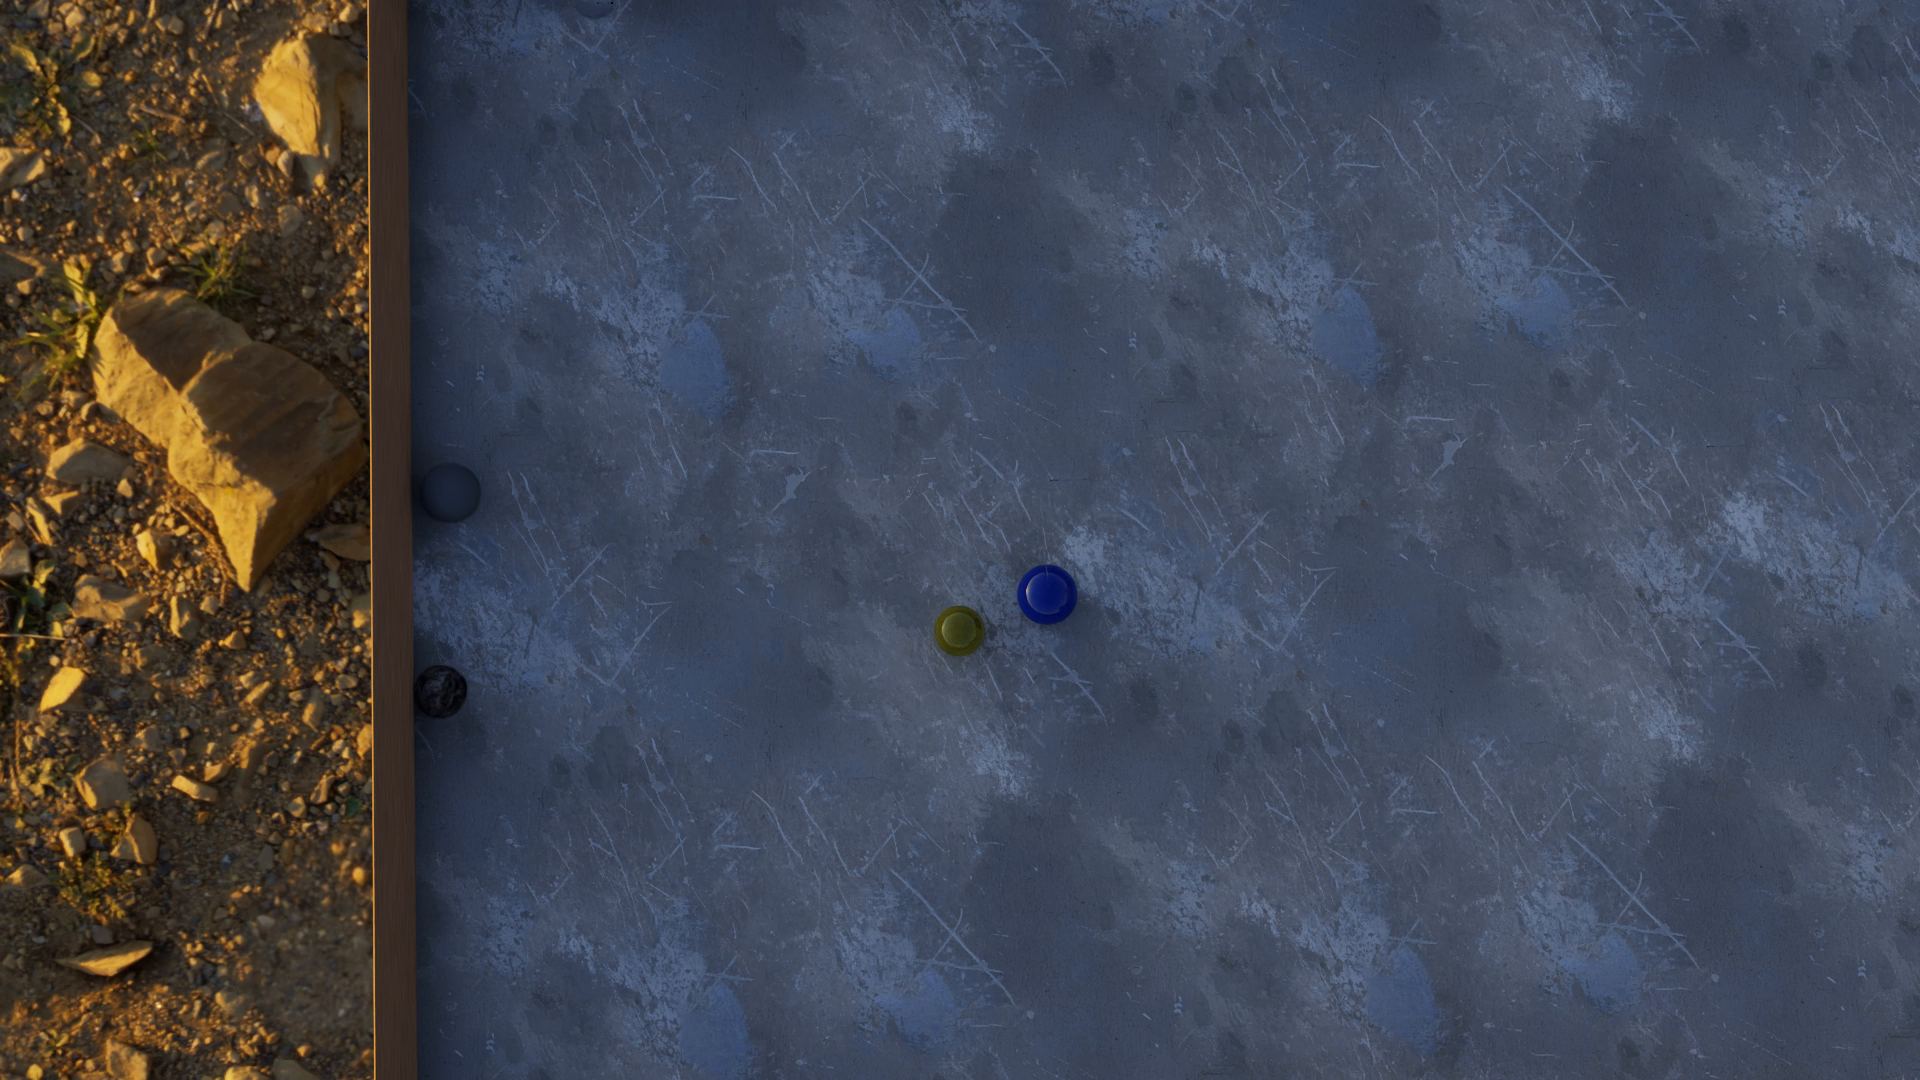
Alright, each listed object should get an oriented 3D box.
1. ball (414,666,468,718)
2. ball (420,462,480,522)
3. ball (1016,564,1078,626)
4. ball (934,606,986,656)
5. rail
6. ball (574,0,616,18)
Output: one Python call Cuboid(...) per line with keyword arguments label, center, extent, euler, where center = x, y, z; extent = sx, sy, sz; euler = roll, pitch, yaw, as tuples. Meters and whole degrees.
Cuboid(label="ball", center=(-0.766, 0.224, 3.240), extent=(0.077, 0.077, 0.077), euler=(0, 80, 0))
Cuboid(label="ball", center=(-0.762, -0.072, 3.286), extent=(0.089, 0.089, 0.089), euler=(0, 80, 0))
Cuboid(label="ball", center=(0.129, 0.081, 3.258), extent=(0.091, 0.091, 0.091), euler=(0, 80, 0))
Cuboid(label="ball", center=(-0.001, 0.135, 3.256), extent=(0.076, 0.076, 0.076), euler=(0, 80, 0))
Cuboid(label="rail", center=(-0.832, 0.040, 3.251), extent=(0.045, 0.118, 1.922), euler=(-3, 80, -1))
Cuboid(label="ball", center=(-0.571, -0.848, 3.434), extent=(0.066, 0.066, 0.066), euler=(0, 80, 0))
